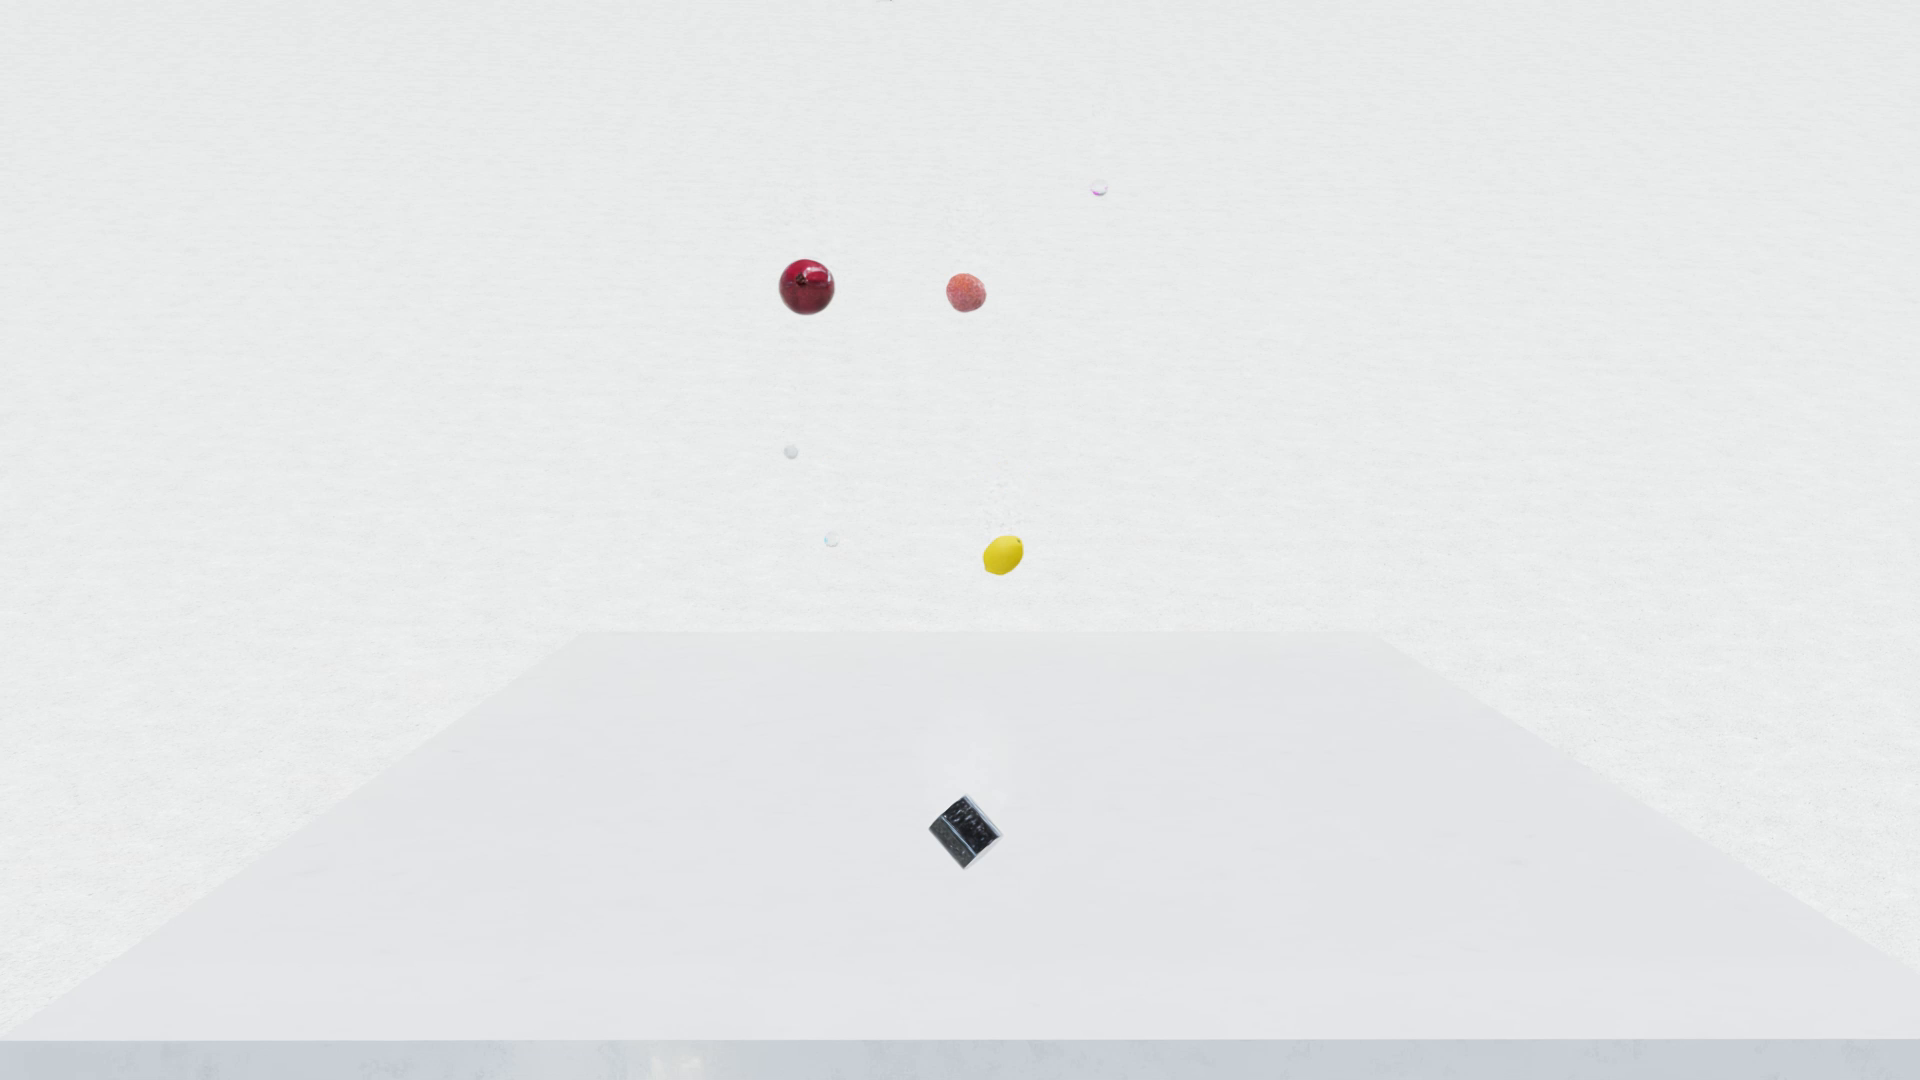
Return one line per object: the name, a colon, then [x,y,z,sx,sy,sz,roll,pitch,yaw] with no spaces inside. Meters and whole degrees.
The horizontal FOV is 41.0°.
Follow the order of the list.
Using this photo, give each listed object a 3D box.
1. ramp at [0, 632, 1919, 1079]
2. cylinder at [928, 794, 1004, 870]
ramp: [0.046,0.413,4.536,2.000,0.100,4.000,0,4,0]
cylinder: [0.006,0.285,2.501,0.053,0.053,0.053,48,36,11]
